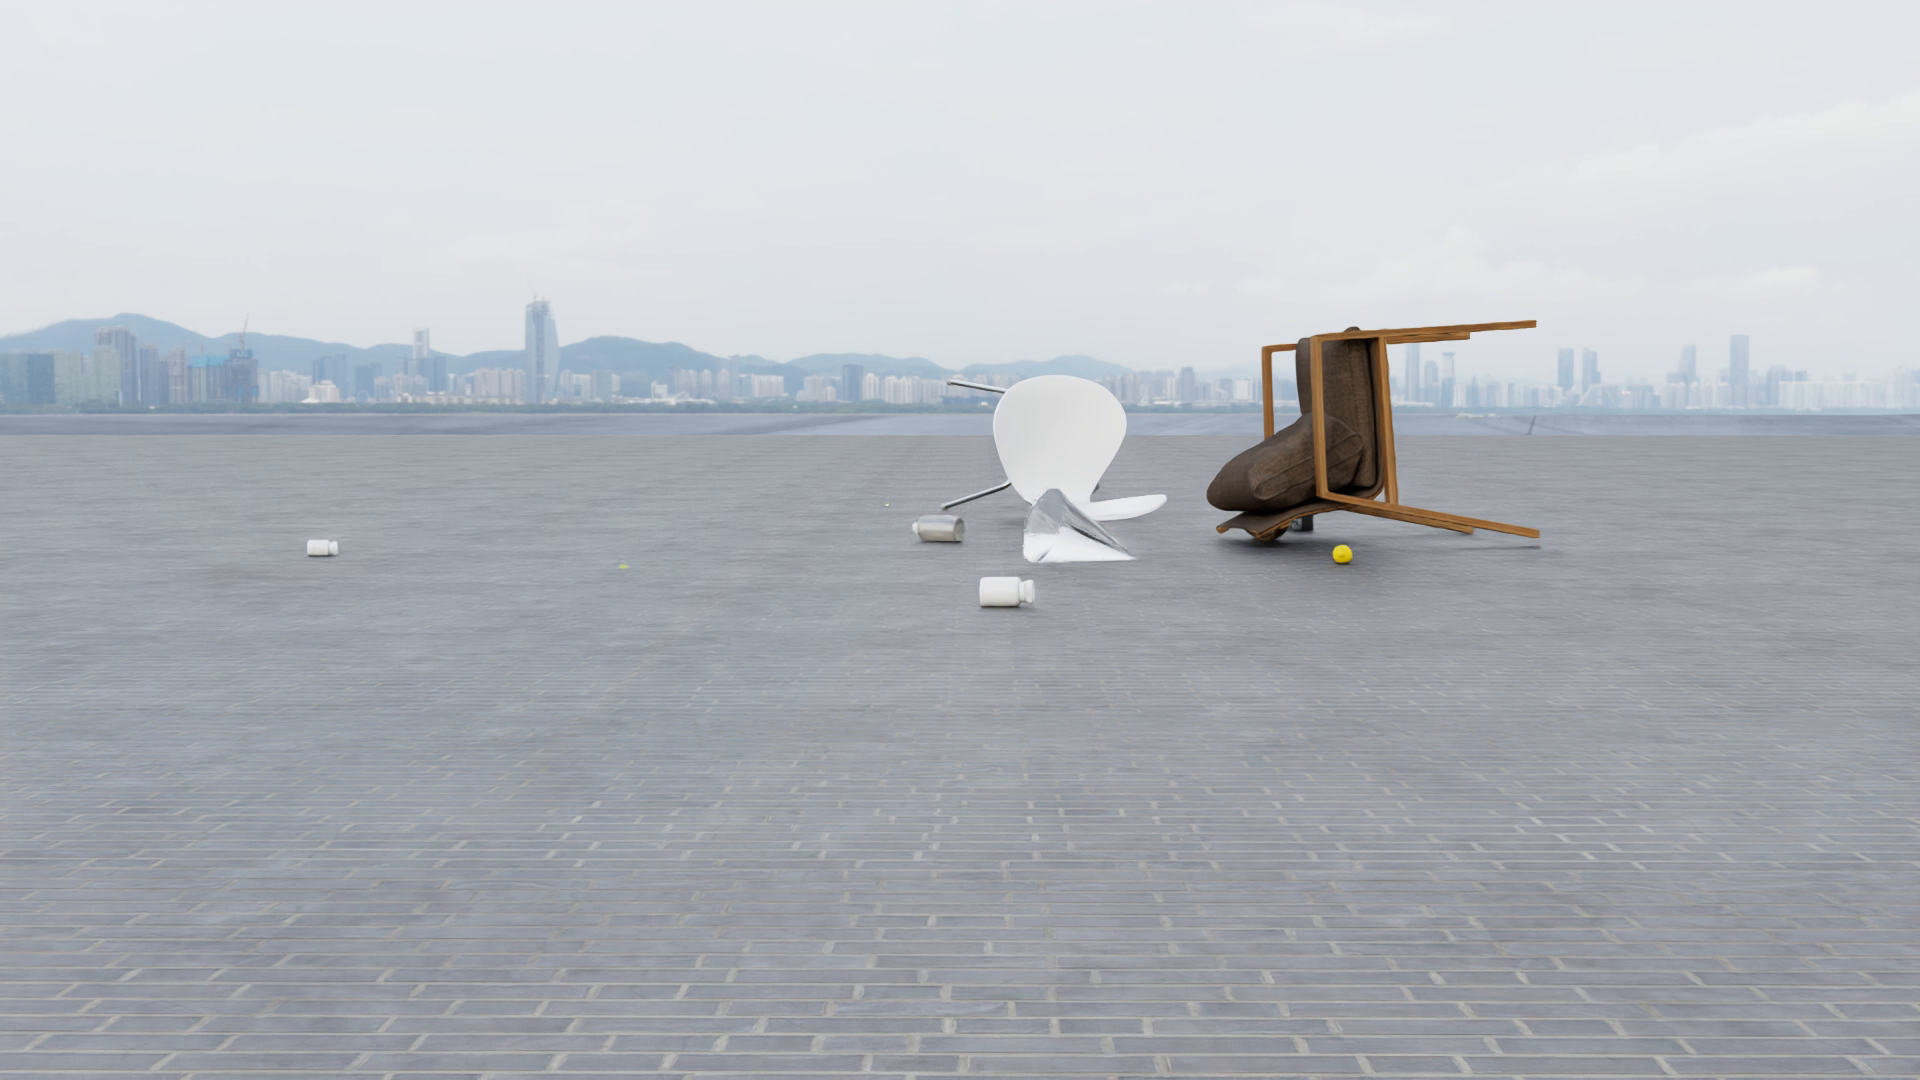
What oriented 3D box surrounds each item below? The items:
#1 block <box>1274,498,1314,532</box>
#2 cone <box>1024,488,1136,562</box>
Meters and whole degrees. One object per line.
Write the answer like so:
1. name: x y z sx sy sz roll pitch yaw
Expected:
1. block: 1.063 -0.081 7.001 0.099 0.098 0.075 4 5 42
2. cone: 0.342 0.006 5.749 0.286 0.203 0.225 20 6 -21
